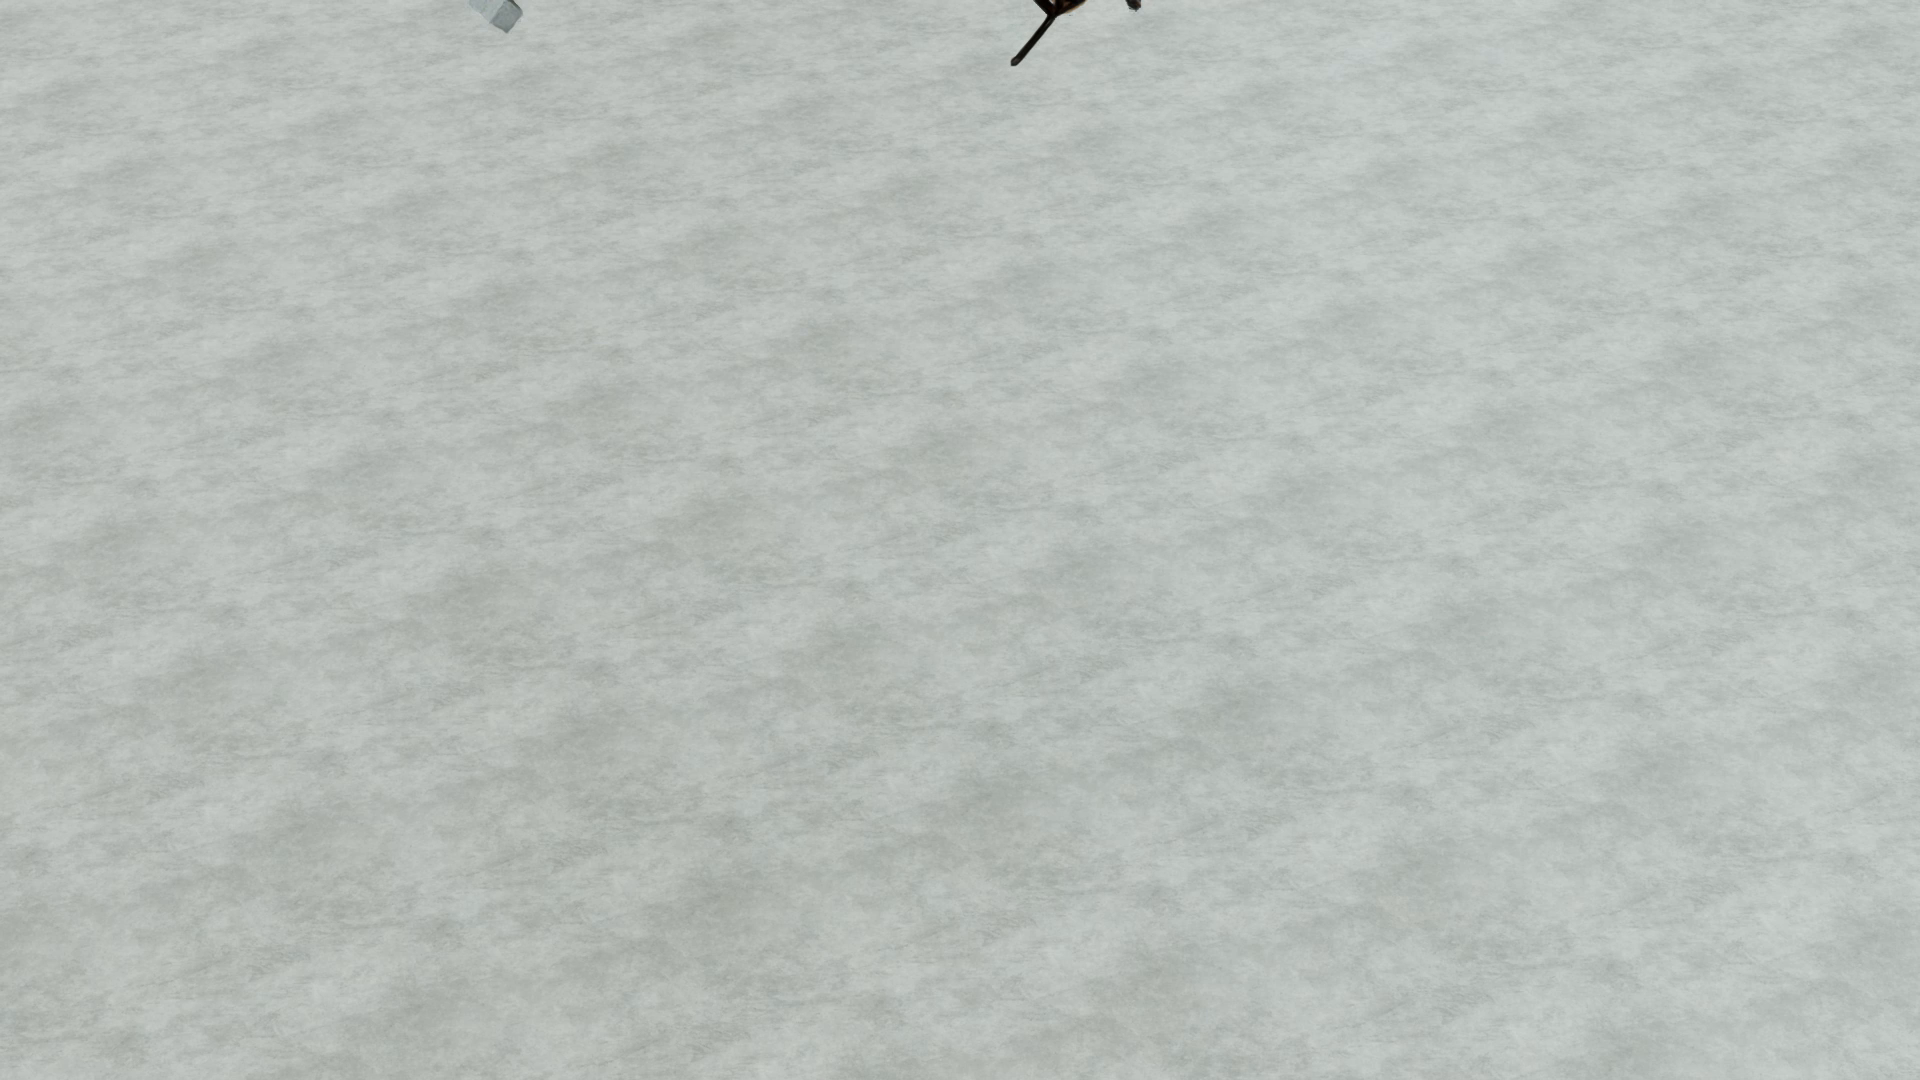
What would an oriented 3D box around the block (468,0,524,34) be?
[{"bbox_3d":[-1.461,-1.678,9.230,0.121,0.089,0.102,43,8,28],"label":"block"}]
